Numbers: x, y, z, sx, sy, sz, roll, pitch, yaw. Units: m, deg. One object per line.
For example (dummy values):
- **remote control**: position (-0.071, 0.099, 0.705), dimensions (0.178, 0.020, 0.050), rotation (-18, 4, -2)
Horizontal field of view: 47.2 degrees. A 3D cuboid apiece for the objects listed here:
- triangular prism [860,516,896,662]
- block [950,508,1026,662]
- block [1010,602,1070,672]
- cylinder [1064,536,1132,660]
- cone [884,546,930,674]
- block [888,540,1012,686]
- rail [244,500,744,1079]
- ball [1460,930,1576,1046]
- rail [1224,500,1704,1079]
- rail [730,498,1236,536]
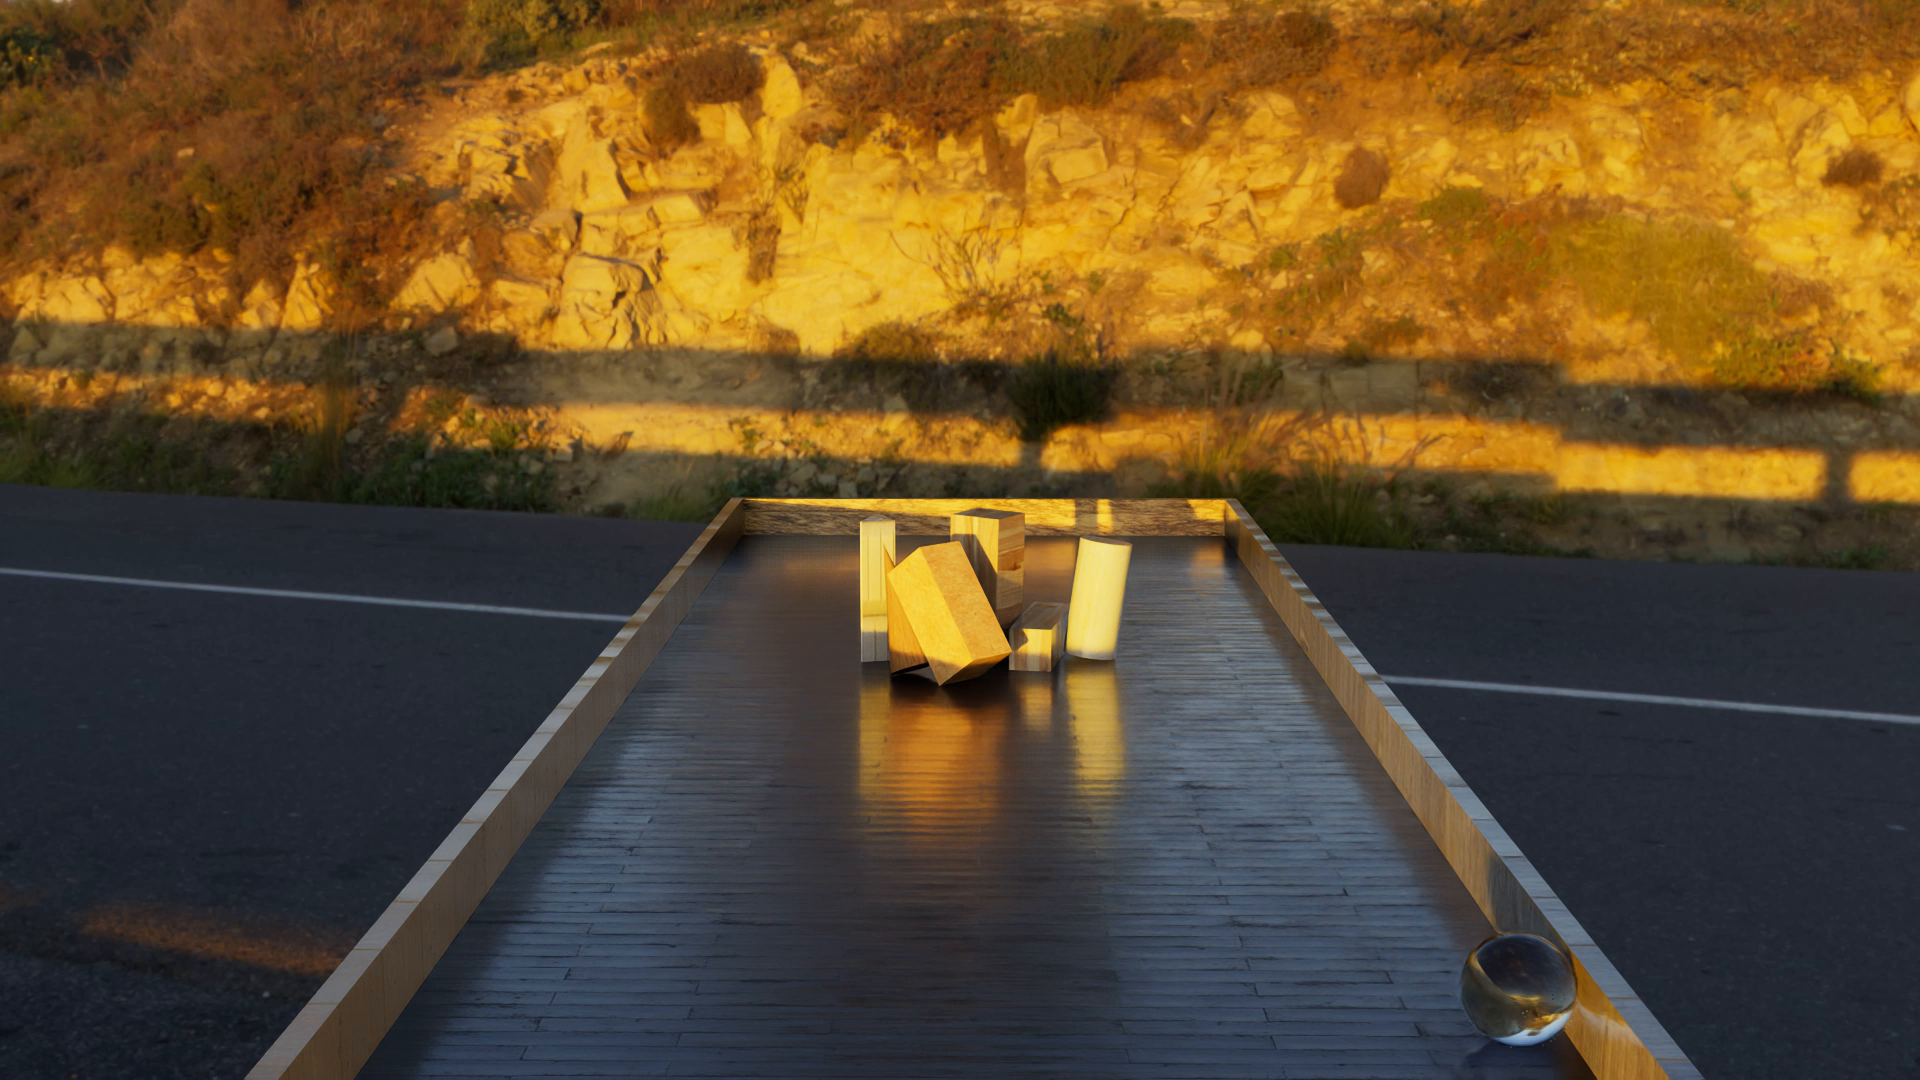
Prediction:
- **triangular prism**: position (-0.260, 0.148, 6.701), dimensions (0.108, 0.430, 0.093), rotation (-3, 9, -16)
- **block**: position (0.080, 0.137, 6.715), dimensions (0.165, 0.443, 0.165), rotation (7, 11, 30)
- **block**: position (0.252, 0.294, 6.752), dimensions (0.126, 0.126, 0.436), rotation (2, 9, 11)
- **cylinder**: position (0.421, 0.176, 6.709), dimensions (0.161, 0.353, 0.161), rotation (8, 7, -1)
- **cone**: position (-0.177, 0.192, 6.477), dimensions (0.160, 0.382, 0.160), rotation (-15, -8, -2)
- **block**: position (-0.031, 0.212, 6.405), dimensions (0.165, 0.370, 0.165), rotation (-9, -23, -45)
- **rail**: position (-1.004, 0.839, 3.234), dimensions (0.050, 0.150, 12.000), rotation (0, 9, 1)
- **ball**: position (0.933, 0.749, 3.675), dimensions (0.189, 0.189, 0.189), rotation (0, 9, 0)
- **rail**: position (1.046, 0.843, 3.208), dimensions (0.050, 0.150, 12.000), rotation (0, 9, 1)
- **rail**: position (0.099, -0.098, 9.147), dimensions (2.100, 0.150, 0.050), rotation (0, 9, 1)
